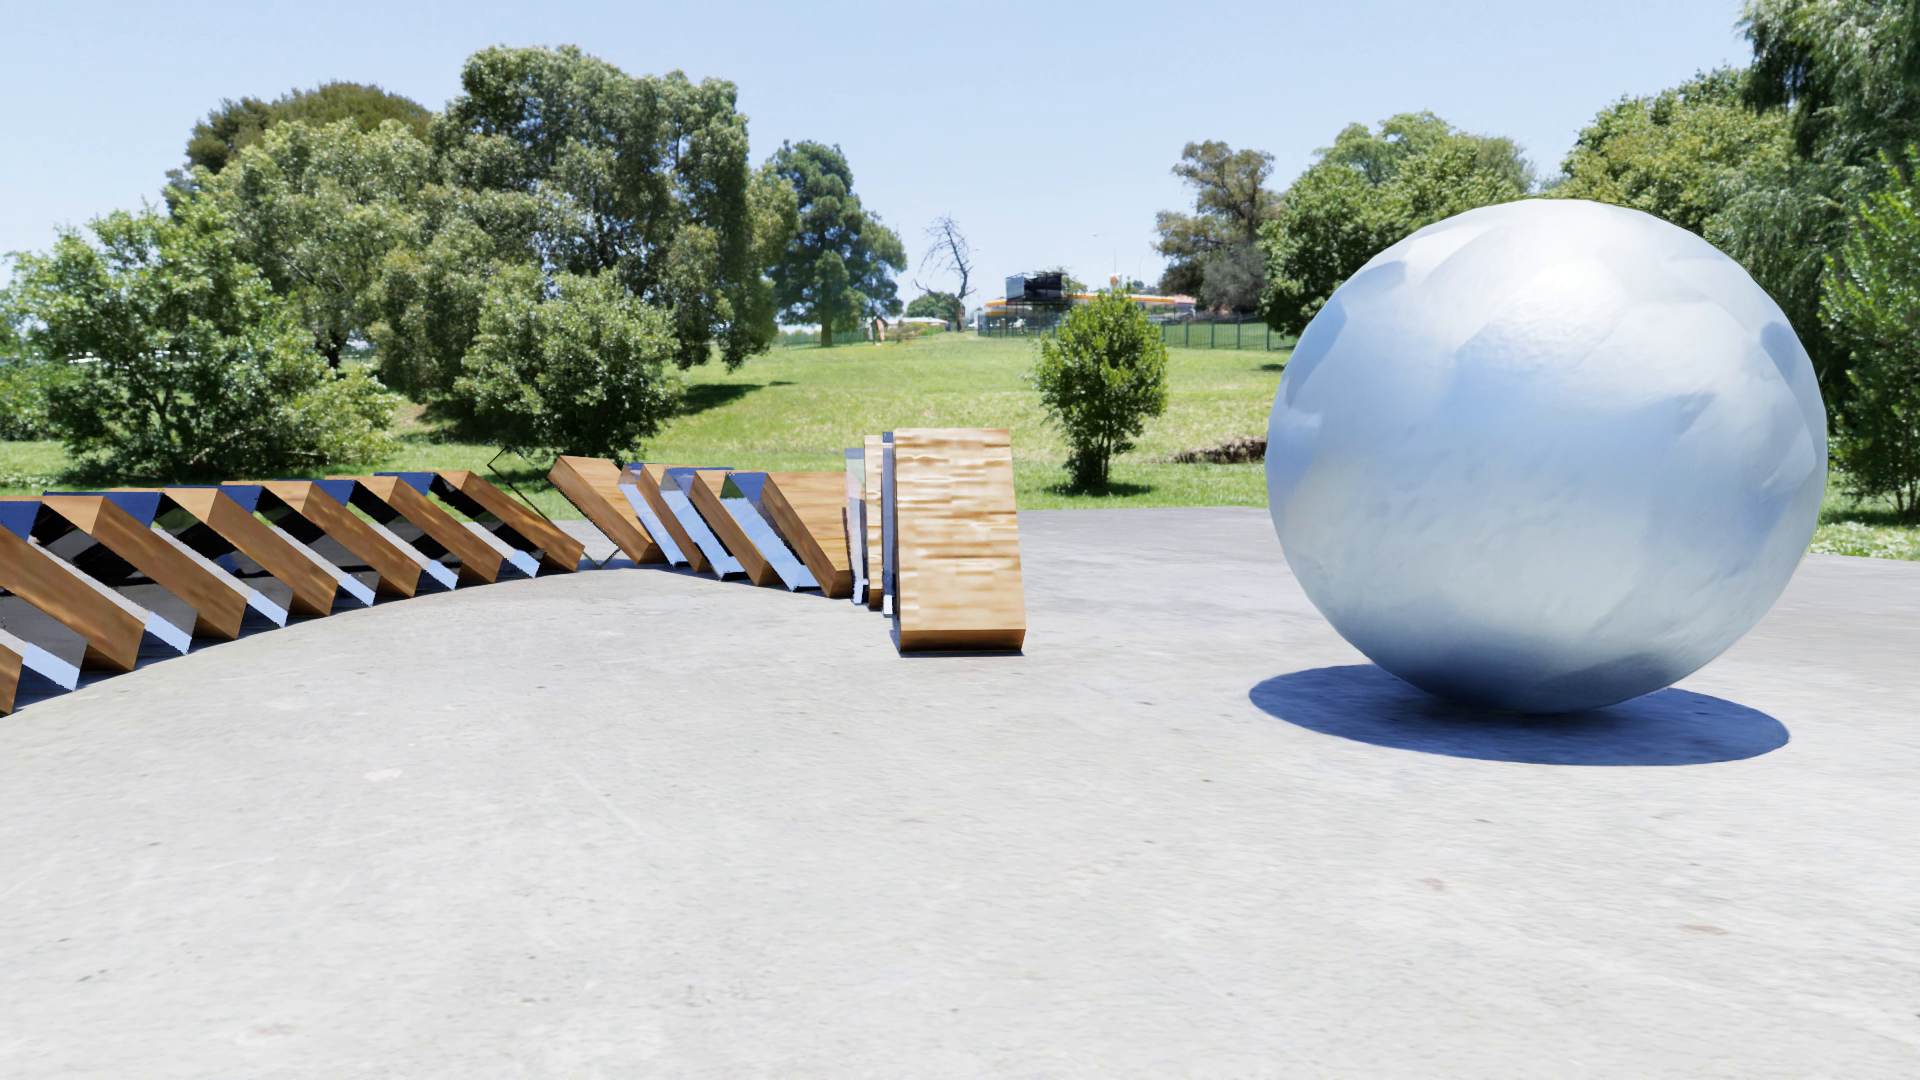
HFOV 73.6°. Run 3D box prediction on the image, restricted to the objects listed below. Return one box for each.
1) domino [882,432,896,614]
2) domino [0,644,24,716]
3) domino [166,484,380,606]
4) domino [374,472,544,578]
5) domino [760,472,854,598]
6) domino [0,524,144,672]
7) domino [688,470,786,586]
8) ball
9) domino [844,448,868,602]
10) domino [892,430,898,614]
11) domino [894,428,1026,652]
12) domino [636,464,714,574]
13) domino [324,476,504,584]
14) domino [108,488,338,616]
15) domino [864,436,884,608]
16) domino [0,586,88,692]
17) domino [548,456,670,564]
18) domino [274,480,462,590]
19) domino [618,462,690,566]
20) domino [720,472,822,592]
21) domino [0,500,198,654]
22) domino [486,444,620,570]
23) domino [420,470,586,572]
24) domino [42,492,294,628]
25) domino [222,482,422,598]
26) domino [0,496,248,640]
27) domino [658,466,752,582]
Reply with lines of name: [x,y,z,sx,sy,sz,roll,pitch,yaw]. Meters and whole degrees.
domino: [-0.007,-0.005,0.331,0.025,0.050,0.010,0,-33,-5]
domino: [-0.158,0.013,0.179,0.025,0.010,0.050,-1,-24,-10]
domino: [-0.169,0.002,0.317,0.025,0.010,0.050,1,-25,9]
domino: [-0.155,-0.004,0.394,0.025,0.009,0.050,2,-27,25]
domino: [-0.037,-0.003,0.375,0.025,0.010,0.050,-3,36,-34]
domino: [-0.166,0.010,0.219,0.025,0.010,0.050,0,-25,-3]
domino: [-0.063,-0.005,0.403,0.025,0.009,0.050,-3,37,-39]
ball: [0.089,-0.013,0.203,0.080,0.080,0.080,0,4,0]
domino: [-0.018,-0.005,0.359,0.025,0.010,0.050,-1,48,-9]
domino: [-0.004,-0.004,0.319,0.025,0.050,0.010,0,-32,-5]
domino: [-0.001,-0.001,0.272,0.025,0.050,0.010,0,-32,-5]
domino: [-0.087,-0.008,0.434,0.025,0.009,0.050,-1,36,-41]
domino: [-0.160,-0.002,0.375,0.025,0.009,0.050,1,-26,19]
domino: [-0.170,0.004,0.297,0.025,0.009,0.050,0,-25,5]
domino: [-0.012,-0.006,0.344,0.025,0.050,0.010,0,-35,-6]
domino: [-0.164,0.011,0.199,0.025,0.010,0.050,0,-25,-3]
domino: [-0.120,-0.011,0.454,0.050,0.010,0.025,40,17,20]
domino: [-0.164,-0.001,0.356,0.025,0.009,0.050,1,-26,14]
domino: [-0.098,-0.009,0.450,0.025,0.010,0.050,1,35,-42]
domino: [-0.050,-0.003,0.389,0.025,0.009,0.050,-3,36,-39]
domino: [-0.169,0.008,0.238,0.025,0.009,0.050,0,-25,0]
domino: [-0.138,-0.011,0.439,0.009,0.050,0.025,-46,15,-8]
domino: [-0.148,-0.006,0.413,0.025,0.010,0.050,2,-27,34]
domino: [-0.170,0.005,0.277,0.025,0.009,0.050,0,-25,4]
domino: [-0.167,0.001,0.336,0.025,0.010,0.050,1,-26,11]
domino: [-0.170,0.007,0.258,0.025,0.010,0.050,0,-25,2]
domino: [-0.076,-0.006,0.418,0.025,0.010,0.050,-3,38,-39]
